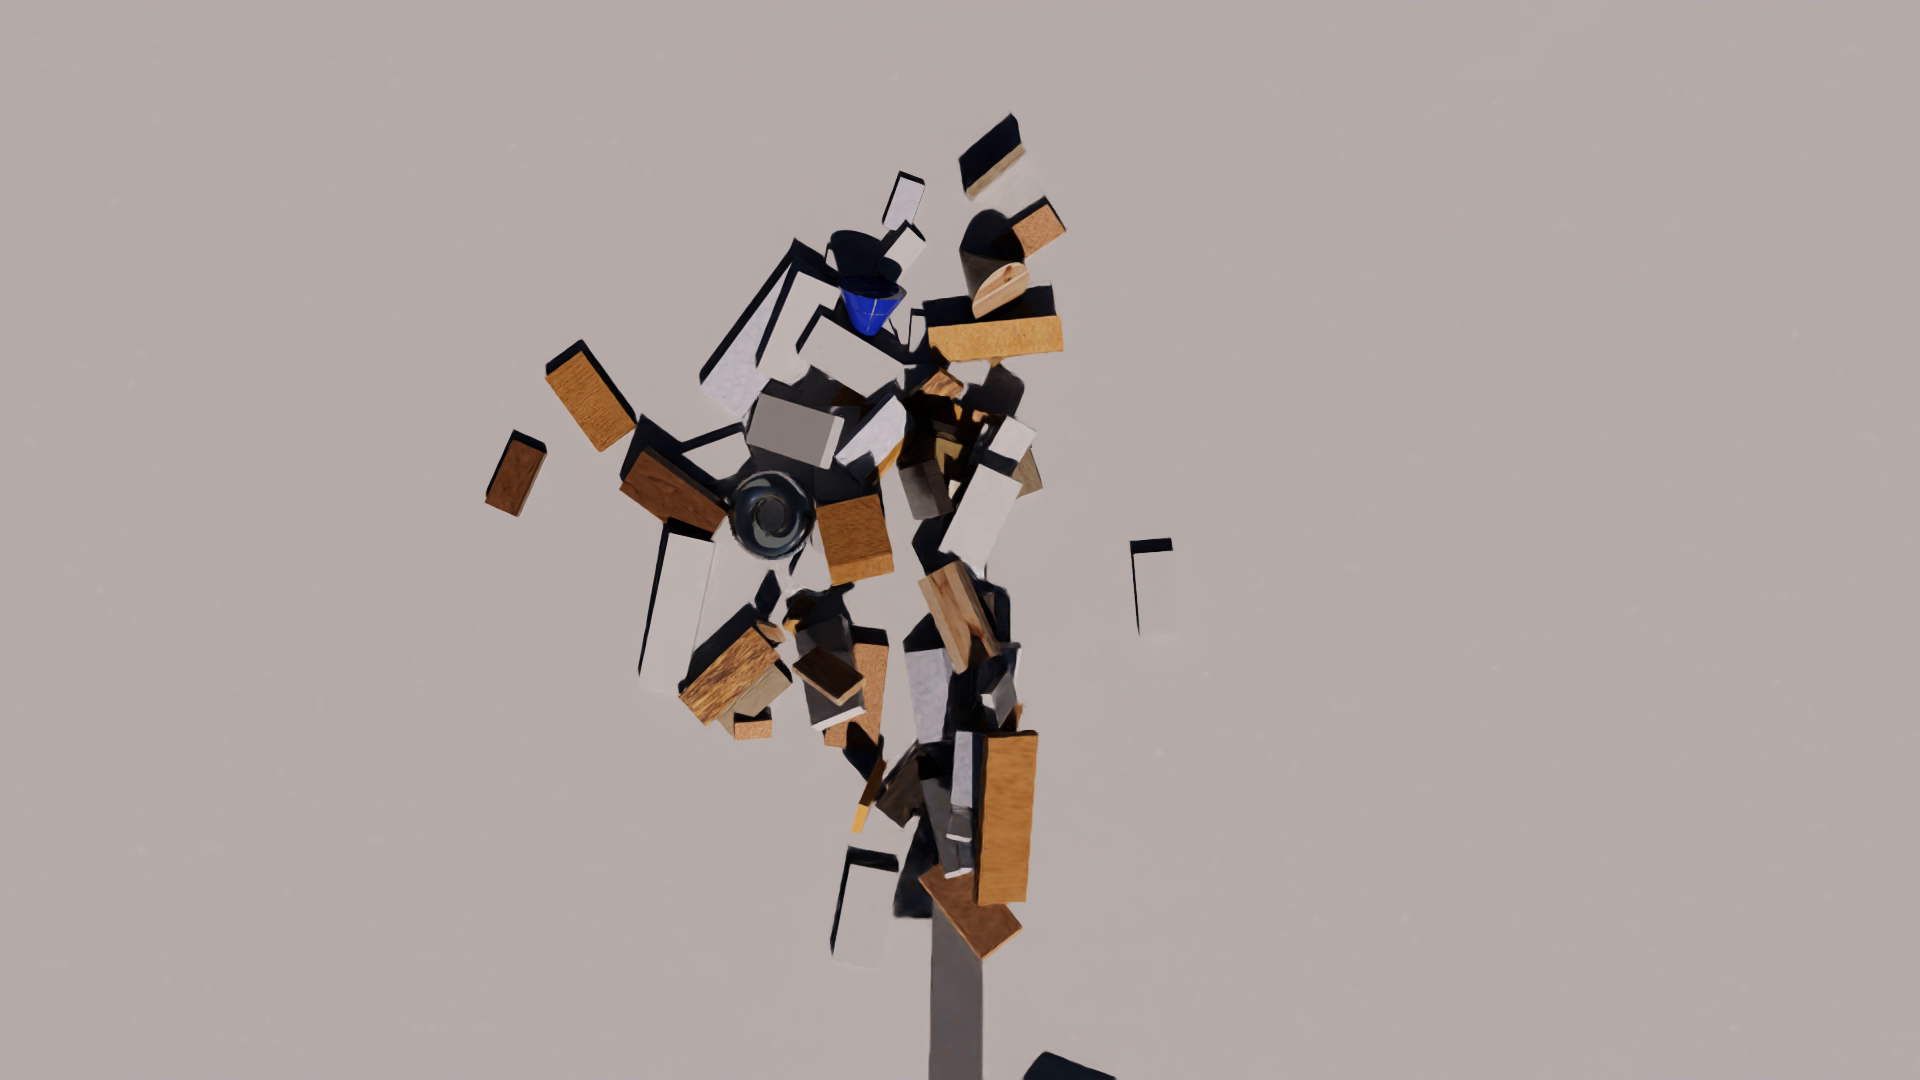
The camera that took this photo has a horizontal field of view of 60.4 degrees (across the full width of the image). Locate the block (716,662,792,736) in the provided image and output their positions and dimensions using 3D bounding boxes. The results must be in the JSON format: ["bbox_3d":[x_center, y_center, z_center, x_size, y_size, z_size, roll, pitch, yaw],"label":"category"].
[{"bbox_3d":[-0.700,0.515,5.481,0.265,0.037,0.132,-41,90,0],"label":"block"}]

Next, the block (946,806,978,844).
[{"bbox_3d":[0.049,0.845,5.304,0.129,0.037,0.258,12,60,6],"label":"block"}]

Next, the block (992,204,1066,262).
[{"bbox_3d":[0.229,-1.011,5.486,0.218,0.031,0.109,-33,91,0],"label":"block"}]

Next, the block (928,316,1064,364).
[{"bbox_3d":[0.118,-0.659,5.420,0.437,0.033,0.116,-5,91,2],"label":"block"}]

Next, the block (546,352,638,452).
[{"bbox_3d":[-1.225,-0.458,5.479,0.152,0.043,0.303,-36,90,0],"label":"block"}]

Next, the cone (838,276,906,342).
[{"bbox_3d":[-0.307,-0.722,5.423,0.230,0.230,0.230,12,116,0],"label":"cone"}]

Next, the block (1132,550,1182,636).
[{"bbox_3d":[0.654,0.177,5.480,0.138,0.039,0.275,-5,90,0],"label":"block"}]

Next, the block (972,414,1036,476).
[{"bbox_3d":[0.145,-0.286,5.369,0.112,0.032,0.224,27,104,-12],"label":"block"}]

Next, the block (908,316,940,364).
[{"bbox_3d":[-0.121,-0.653,5.487,0.090,0.026,0.180,5,90,0],"label":"block"}]

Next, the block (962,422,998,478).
[{"bbox_3d":[0.087,-0.267,5.438,0.112,0.032,0.224,21,107,-10],"label":"block"}]

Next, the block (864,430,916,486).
[{"bbox_3d":[-0.259,-0.299,5.465,0.110,0.031,0.220,40,92,17],"label":"block"}]

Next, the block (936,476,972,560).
[{"bbox_3d":[0.020,-0.049,5.419,0.155,0.044,0.310,10,113,0],"label":"block"}]

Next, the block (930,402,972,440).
[{"bbox_3d":[-0.014,-0.399,5.487,0.180,0.026,0.090,26,90,0],"label":"block"}]

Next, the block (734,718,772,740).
[{"bbox_3d":[-0.685,0.627,5.465,0.125,0.018,0.063,-3,109,-15],"label":"block"}]

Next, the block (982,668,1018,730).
[{"bbox_3d":[0.126,0.503,5.244,0.033,0.235,0.117,-9,103,19],"label":"block"}]

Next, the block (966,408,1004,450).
[{"bbox_3d":[0.072,-0.326,5.454,0.100,0.028,0.201,14,108,-1],"label":"block"}]

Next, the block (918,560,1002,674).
[{"bbox_3d":[-0.002,0.249,5.334,0.164,0.047,0.329,-29,80,36],"label":"block"}]

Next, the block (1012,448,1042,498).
[{"bbox_3d":[0.196,-0.249,5.486,0.100,0.028,0.201,-19,90,0],"label":"block"}]

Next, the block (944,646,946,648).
[{"bbox_3d":[-0.001,0.303,5.442,0.103,0.029,0.207,3,113,0],"label":"block"}]

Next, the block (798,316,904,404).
[{"bbox_3d":[-0.359,-0.587,5.399,0.310,0.044,0.155,31,91,-3],"label":"block"}]

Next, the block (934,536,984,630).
[{"bbox_3d":[-0.001,0.148,5.434,0.155,0.044,0.310,3,107,0],"label":"block"}]

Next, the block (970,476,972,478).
[{"bbox_3d":[0.064,-0.127,5.447,0.112,0.032,0.224,21,104,-10],"label":"block"}]

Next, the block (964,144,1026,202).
[{"bbox_3d":[0.116,-1.211,5.441,0.231,0.116,0.033,-40,95,0],"label":"block"}]

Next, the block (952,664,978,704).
[{"bbox_3d":[0.020,0.438,5.446,0.104,0.029,0.207,3,106,-12],"label":"block"}]

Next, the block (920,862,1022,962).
[{"bbox_3d":[0.033,1.162,5.267,0.163,0.046,0.327,-34,67,-17],"label":"block"}]

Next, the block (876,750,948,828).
[{"bbox_3d":[-0.160,0.825,5.476,0.119,0.034,0.238,39,90,7],"label":"block"}]

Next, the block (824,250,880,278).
[{"bbox_3d":[-0.360,-0.907,5.488,0.174,0.025,0.087,11,90,0],"label":"block"}]

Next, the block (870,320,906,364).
[{"bbox_3d":[-0.256,-0.662,5.487,0.090,0.025,0.180,-24,90,0],"label":"block"}]

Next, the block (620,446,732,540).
[{"bbox_3d":[-0.938,-0.137,5.441,0.343,0.049,0.171,36,115,0],"label":"block"}]

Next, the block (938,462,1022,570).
[{"bbox_3d":[0.066,-0.078,5.331,0.155,0.044,0.310,25,99,-4],"label":"block"}]

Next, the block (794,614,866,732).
[{"bbox_3d":[-0.424,0.430,5.366,0.175,0.049,0.349,-23,56,13],"label":"block"}]

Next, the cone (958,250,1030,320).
[{"bbox_3d":[0.065,-0.889,5.447,0.235,0.235,0.235,-42,63,0],"label":"cone"}]

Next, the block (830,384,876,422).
[{"bbox_3d":[-0.369,-0.429,5.482,0.125,0.035,0.249,32,90,0],"label":"block"}]

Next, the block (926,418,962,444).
[{"bbox_3d":[-0.054,-0.352,5.394,0.100,0.201,0.028,18,85,6],"label":"block"}]

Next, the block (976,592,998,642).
[{"bbox_3d":[0.064,0.281,5.385,0.103,0.029,0.207,-7,100,-11],"label":"block"}]
